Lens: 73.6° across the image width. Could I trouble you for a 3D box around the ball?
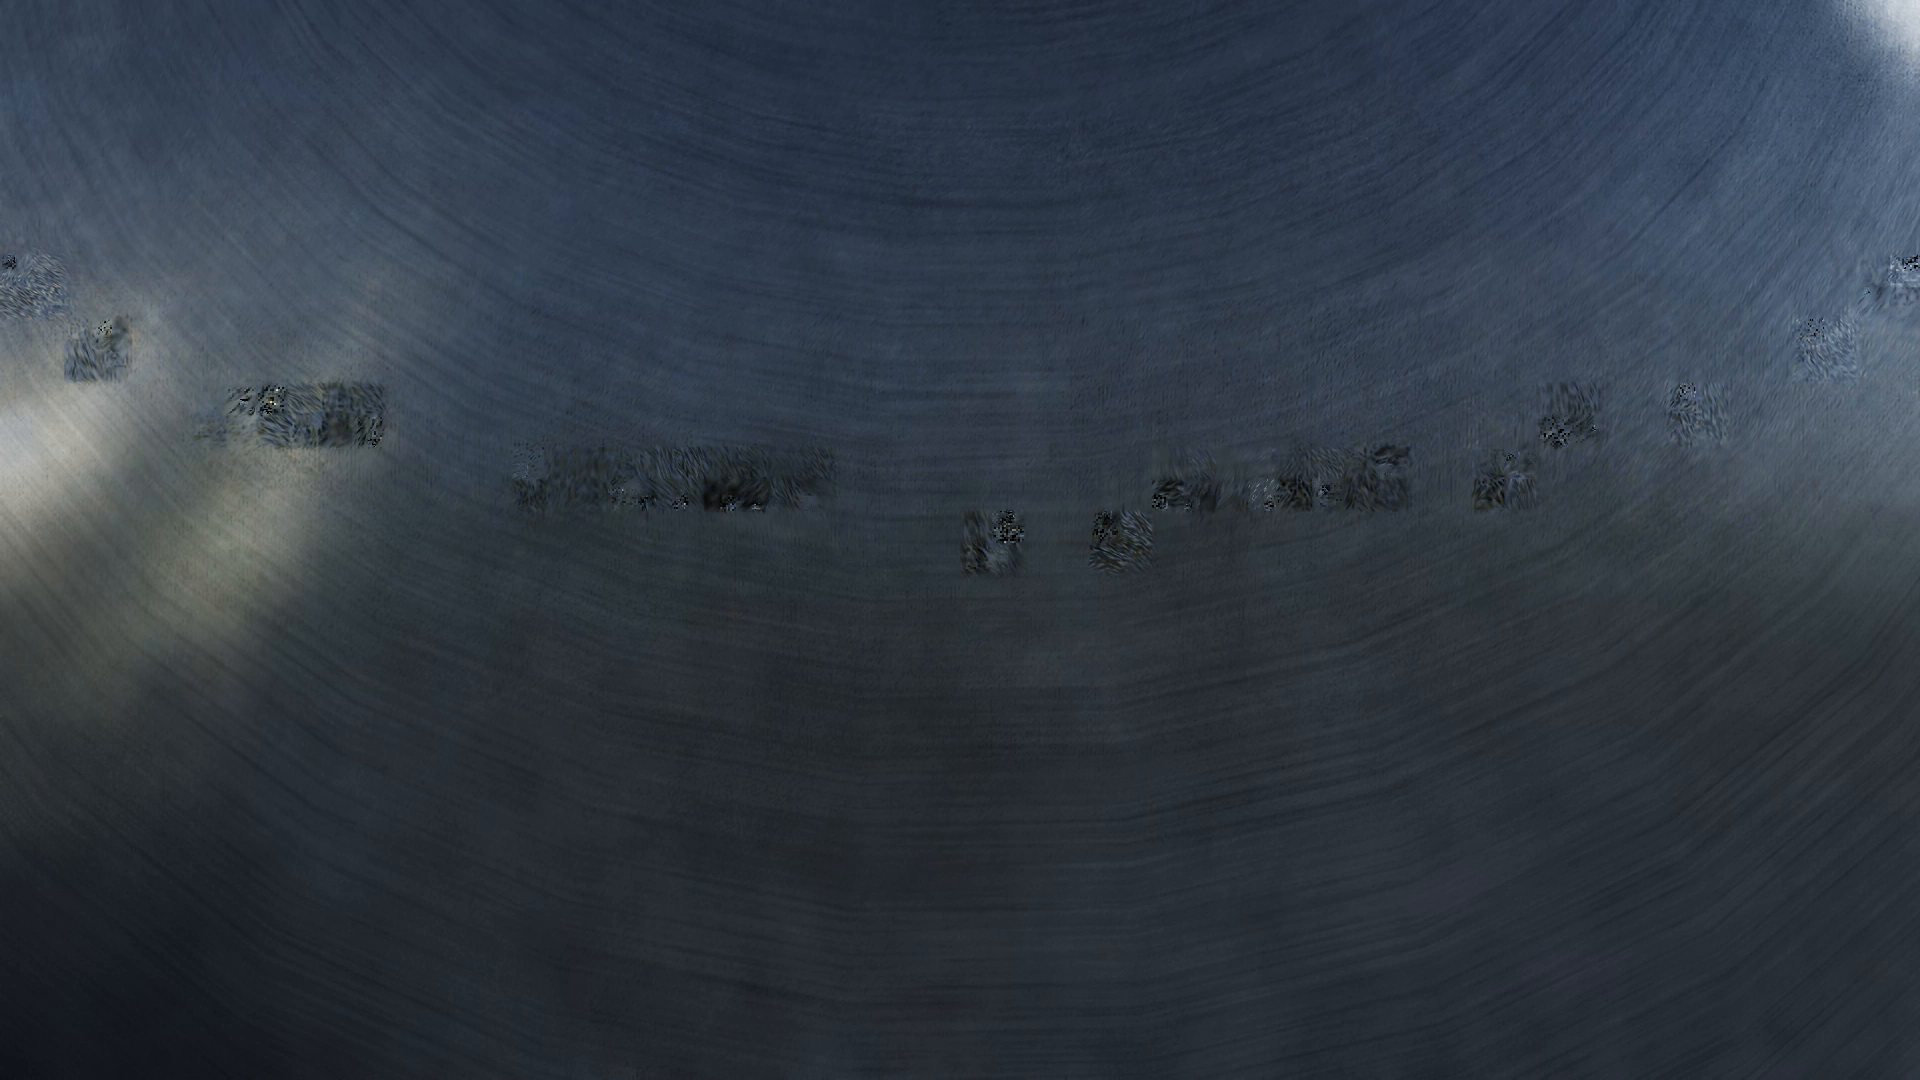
[{"bbox_3d":[0.000,-0.002,0.056,0.080,0.080,0.080,0,4,0],"label":"ball"}]
